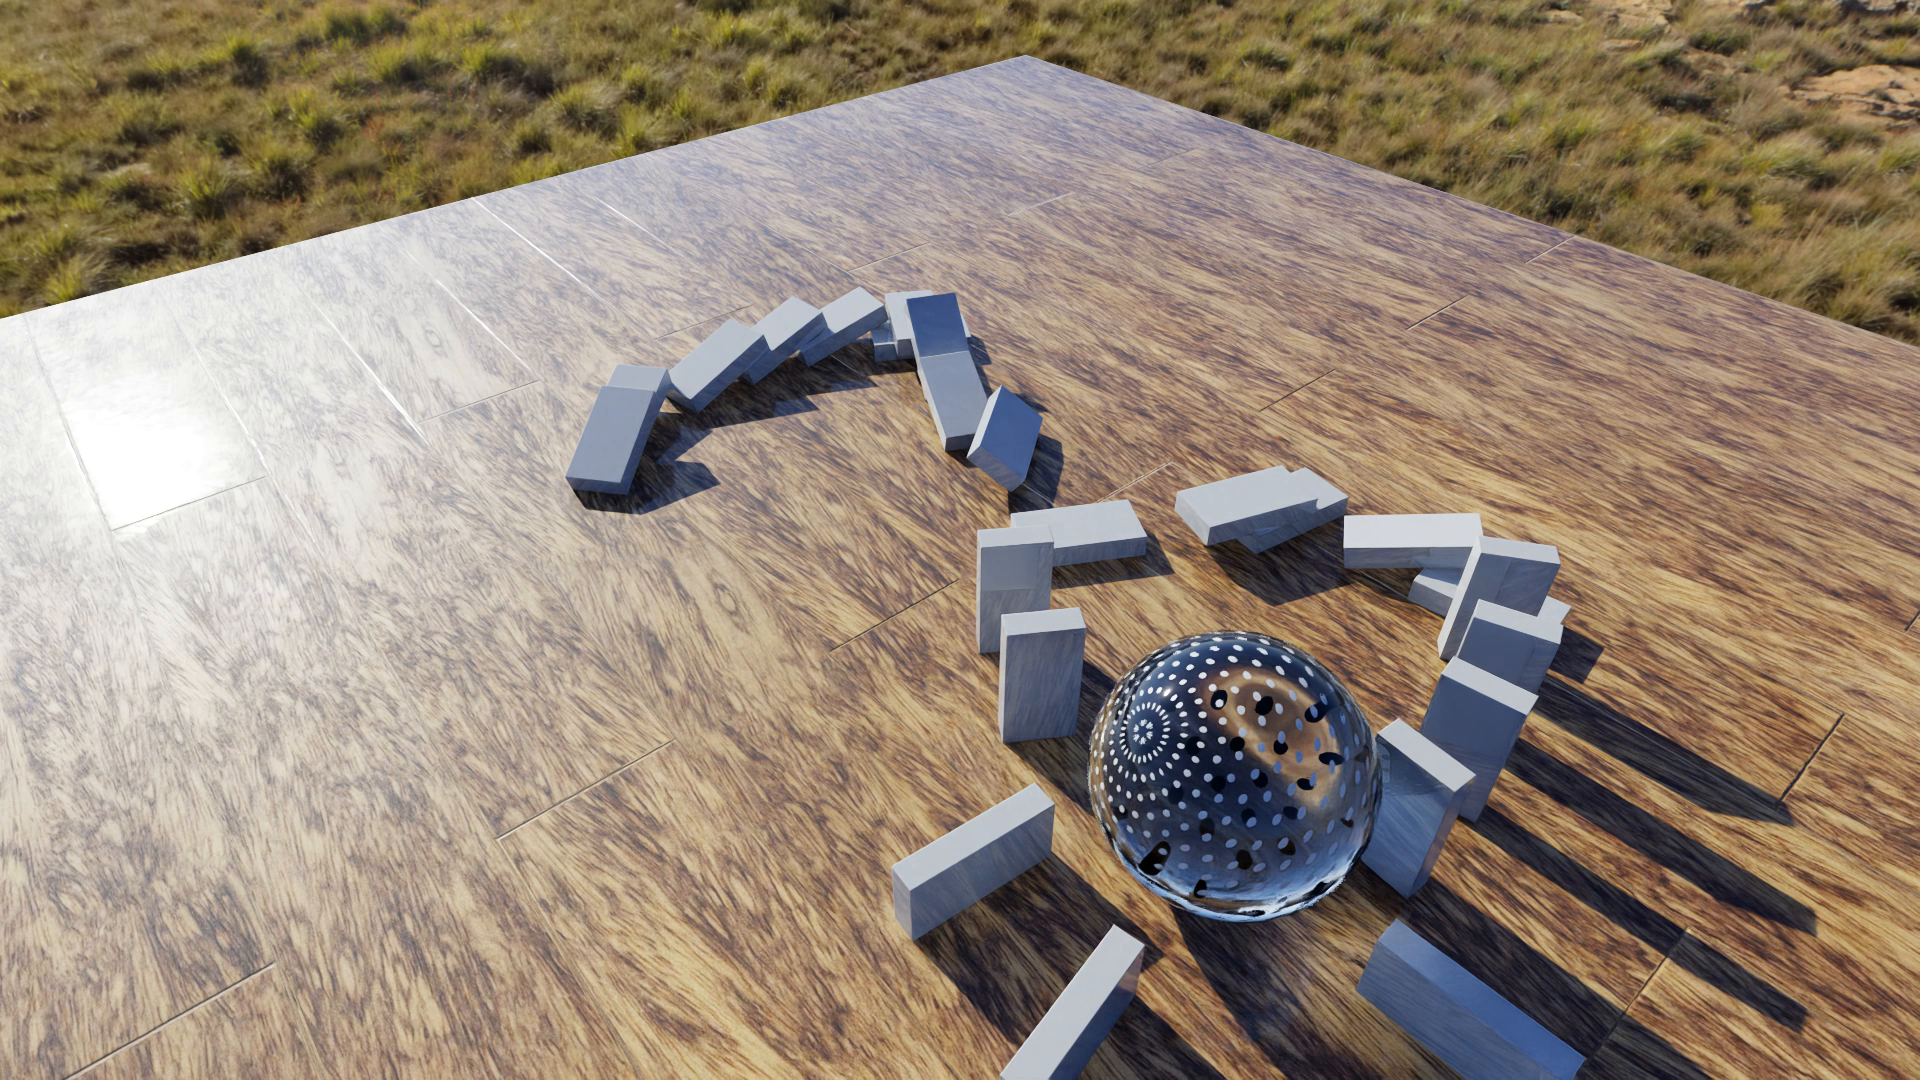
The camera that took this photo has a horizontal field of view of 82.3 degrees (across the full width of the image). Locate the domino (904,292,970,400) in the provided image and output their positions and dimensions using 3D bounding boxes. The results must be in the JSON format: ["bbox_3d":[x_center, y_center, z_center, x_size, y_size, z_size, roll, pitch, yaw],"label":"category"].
[{"bbox_3d":[-0.010,-0.095,0.537,0.025,0.010,0.050,-10,77,-12],"label":"domino"}]

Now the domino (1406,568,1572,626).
[{"bbox_3d":[0.199,0.024,0.415,0.050,0.009,0.025,29,48,31],"label":"domino"}]

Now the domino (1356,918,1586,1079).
[{"bbox_3d":[0.128,0.123,0.281,0.010,0.025,0.050,-30,48,-31],"label":"domino"}]

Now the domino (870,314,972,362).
[{"bbox_3d":[-0.021,-0.105,0.572,0.050,0.010,0.025,-7,40,-8],"label":"domino"}]

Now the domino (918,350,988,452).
[{"bbox_3d":[-0.001,-0.065,0.512,0.025,0.010,0.050,-10,57,-12],"label":"domino"}]

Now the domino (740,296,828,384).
[{"bbox_3d":[-0.094,-0.101,0.556,0.050,0.009,0.025,-43,52,-19],"label":"domino"}]

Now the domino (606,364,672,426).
[{"bbox_3d":[-0.154,-0.060,0.509,0.025,0.010,0.050,5,51,6],"label":"domino"}]

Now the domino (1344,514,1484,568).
[{"bbox_3d":[0.177,0.000,0.432,0.050,0.010,0.025,-1,31,21],"label":"domino"}]

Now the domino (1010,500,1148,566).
[{"bbox_3d":[0.048,-0.002,0.446,0.050,0.010,0.025,-7,40,-9],"label":"domino"}]

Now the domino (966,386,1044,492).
[{"bbox_3d":[0.021,-0.046,0.489,0.025,0.009,0.050,37,39,-15],"label":"domino"}]

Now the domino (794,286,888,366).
[{"bbox_3d":[-0.065,-0.111,0.569,0.050,0.010,0.025,-34,48,-15],"label":"domino"}]

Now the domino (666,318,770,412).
[{"bbox_3d":[-0.120,-0.085,0.537,0.025,0.009,0.050,28,64,30],"label":"domino"}]

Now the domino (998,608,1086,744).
[{"bbox_3d":[0.026,0.045,0.357,0.025,0.050,0.009,-5,40,-6],"label":"domino"}]

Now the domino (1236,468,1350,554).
[{"bbox_3d":[0.134,-0.013,0.459,0.050,0.010,0.025,-21,44,-24],"label":"domino"}]

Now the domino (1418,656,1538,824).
[{"bbox_3d":[0.154,0.062,0.336,0.025,0.050,0.009,29,47,30],"label":"domino"}]

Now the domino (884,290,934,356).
[{"bbox_3d":[-0.023,-0.112,0.565,0.025,0.009,0.050,-6,40,-8],"label":"domino"}]

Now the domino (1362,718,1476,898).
[{"bbox_3d":[0.127,0.078,0.316,0.009,0.050,0.025,-25,45,-27],"label":"domino"}]

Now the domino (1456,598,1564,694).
[{"bbox_3d":[0.173,0.045,0.357,0.025,0.050,0.009,19,43,22],"label":"domino"}]

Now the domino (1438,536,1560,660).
[{"bbox_3d":[0.187,0.023,0.384,0.025,0.050,0.009,9,40,11],"label":"domino"}]

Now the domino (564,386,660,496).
[{"bbox_3d":[-0.152,-0.044,0.484,0.025,0.010,0.050,6,60,7],"label":"domino"}]

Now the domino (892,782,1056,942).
[{"bbox_3d":[0.004,0.093,0.318,0.050,0.025,0.009,-24,45,-26],"label":"domino"}]

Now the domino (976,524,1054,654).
[{"bbox_3d":[0.019,0.018,0.390,0.025,0.050,0.010,-4,40,-5],"label":"domino"}]

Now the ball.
[{"bbox_3d":[0.076,0.065,0.308,0.080,0.080,0.080,0,39,0],"label":"ball"}]

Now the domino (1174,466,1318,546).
[{"bbox_3d":[0.116,-0.014,0.446,0.050,0.010,0.025,-14,41,-17],"label":"domino"}]

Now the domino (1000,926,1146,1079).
[{"bbox_3d":[0.029,0.125,0.279,0.010,0.025,0.050,27,46,29],"label":"domino"}]
